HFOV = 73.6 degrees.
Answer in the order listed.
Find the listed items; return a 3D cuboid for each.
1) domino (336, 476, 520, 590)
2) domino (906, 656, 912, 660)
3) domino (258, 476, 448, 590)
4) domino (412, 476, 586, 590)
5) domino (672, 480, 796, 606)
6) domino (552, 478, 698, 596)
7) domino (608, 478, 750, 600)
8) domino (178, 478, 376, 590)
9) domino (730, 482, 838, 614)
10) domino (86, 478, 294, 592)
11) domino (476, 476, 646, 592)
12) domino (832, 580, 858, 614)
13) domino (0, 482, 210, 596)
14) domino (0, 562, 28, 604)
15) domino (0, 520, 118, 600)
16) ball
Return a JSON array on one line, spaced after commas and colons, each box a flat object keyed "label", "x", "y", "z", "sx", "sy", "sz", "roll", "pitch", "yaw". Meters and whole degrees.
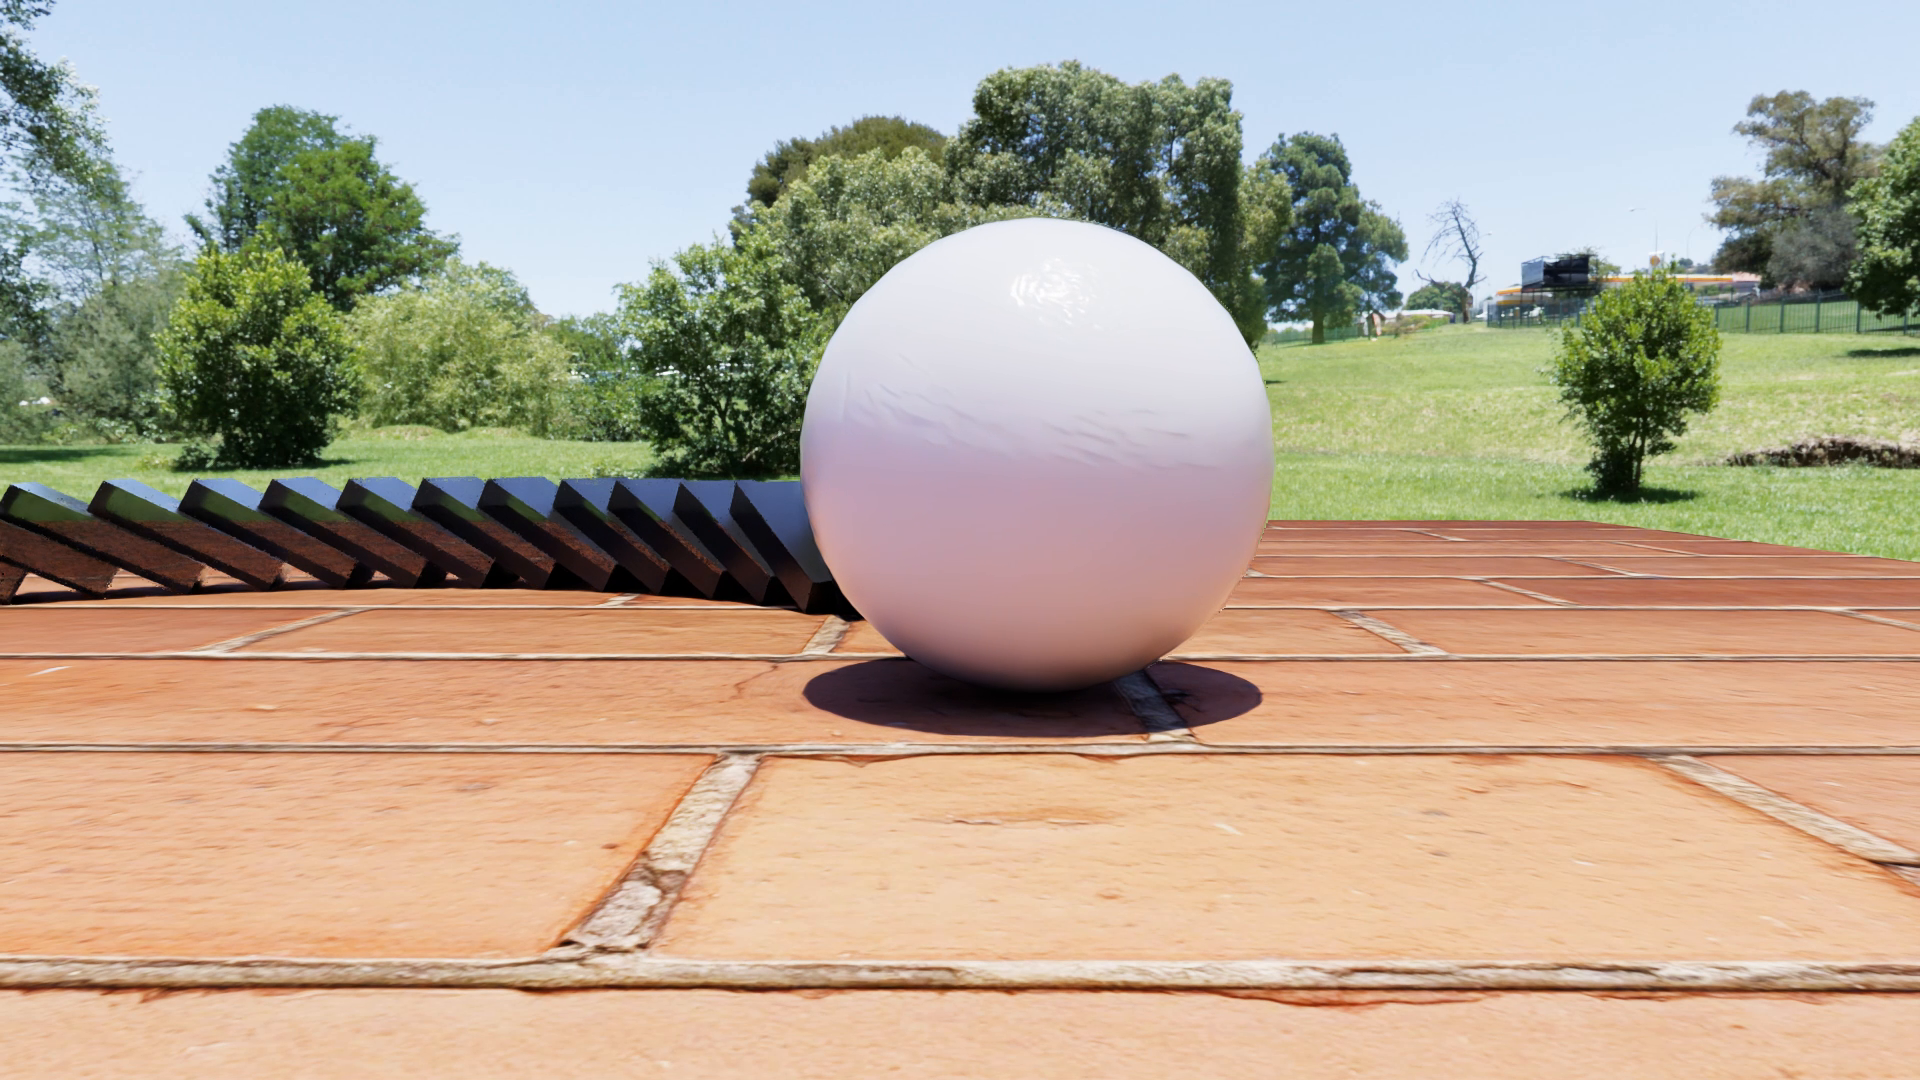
[{"label": "domino", "x": -0.159, "y": -0.003, "z": 0.389, "sx": 0.050, "sy": 0.009, "sz": 0.025, "roll": 29, "pitch": 7, "yaw": 3}, {"label": "domino", "x": 0.001, "y": 0.001, "z": 0.266, "sx": 0.025, "sy": 0.050, "sz": 0.009, "roll": 0, "pitch": -36, "yaw": -4}, {"label": "domino", "x": -0.180, "y": -0.003, "z": 0.386, "sx": 0.050, "sy": 0.009, "sz": 0.025, "roll": 29, "pitch": 3, "yaw": -3}, {"label": "domino", "x": -0.137, "y": -0.003, "z": 0.388, "sx": 0.050, "sy": 0.009, "sz": 0.025, "roll": 30, "pitch": 11, "yaw": 11}, {"label": "domino", "x": -0.056, "y": 0.000, "z": 0.357, "sx": 0.025, "sy": 0.009, "sz": 0.050, "roll": -4, "pitch": 34, "yaw": -43}, {"label": "domino", "x": -0.094, "y": -0.002, "z": 0.379, "sx": 0.050, "sy": 0.010, "sz": 0.025, "roll": 35, "pitch": 21, "yaw": 26}, {"label": "domino", "x": -0.076, "y": -0.001, "z": 0.369, "sx": 0.050, "sy": 0.009, "sz": 0.025, "roll": 36, "pitch": 24, "yaw": 29}, {"label": "domino", "x": -0.201, "y": -0.002, "z": 0.382, "sx": 0.050, "sy": 0.009, "sz": 0.025, "roll": 28, "pitch": 1, "yaw": -8}, {"label": "domino", "x": -0.040, "y": 0.001, "z": 0.343, "sx": 0.025, "sy": 0.009, "sz": 0.050, "roll": -3, "pitch": 33, "yaw": -34}, {"label": "domino", "x": -0.221, "y": -0.002, "z": 0.373, "sx": 0.050, "sy": 0.009, "sz": 0.025, "roll": 29, "pitch": -5, "yaw": -18}, {"label": "domino", "x": -0.116, "y": -0.002, "z": 0.384, "sx": 0.050, "sy": 0.009, "sz": 0.025, "roll": 31, "pitch": 14, "yaw": 16}, {"label": "domino", "x": -0.022, "y": -0.002, "z": 0.330, "sx": 0.025, "sy": 0.010, "sz": 0.050, "roll": 1, "pitch": 44, "yaw": -20}, {"label": "domino", "x": -0.240, "y": -0.001, "z": 0.363, "sx": 0.050, "sy": 0.010, "sz": 0.025, "roll": 28, "pitch": -7, "yaw": -22}, {"label": "domino", "x": -0.274, "y": 0.001, "z": 0.334, "sx": 0.050, "sy": 0.009, "sz": 0.025, "roll": 32, "pitch": -17, "yaw": -35}, {"label": "domino", "x": -0.258, "y": 0.000, "z": 0.349, "sx": 0.050, "sy": 0.009, "sz": 0.025, "roll": 30, "pitch": -12, "yaw": -30}, {"label": "ball", "x": 0.013, "y": -0.014, "z": 0.219, "sx": 0.080, "sy": 0.080, "sz": 0.080, "roll": 0, "pitch": 4, "yaw": 0}]
